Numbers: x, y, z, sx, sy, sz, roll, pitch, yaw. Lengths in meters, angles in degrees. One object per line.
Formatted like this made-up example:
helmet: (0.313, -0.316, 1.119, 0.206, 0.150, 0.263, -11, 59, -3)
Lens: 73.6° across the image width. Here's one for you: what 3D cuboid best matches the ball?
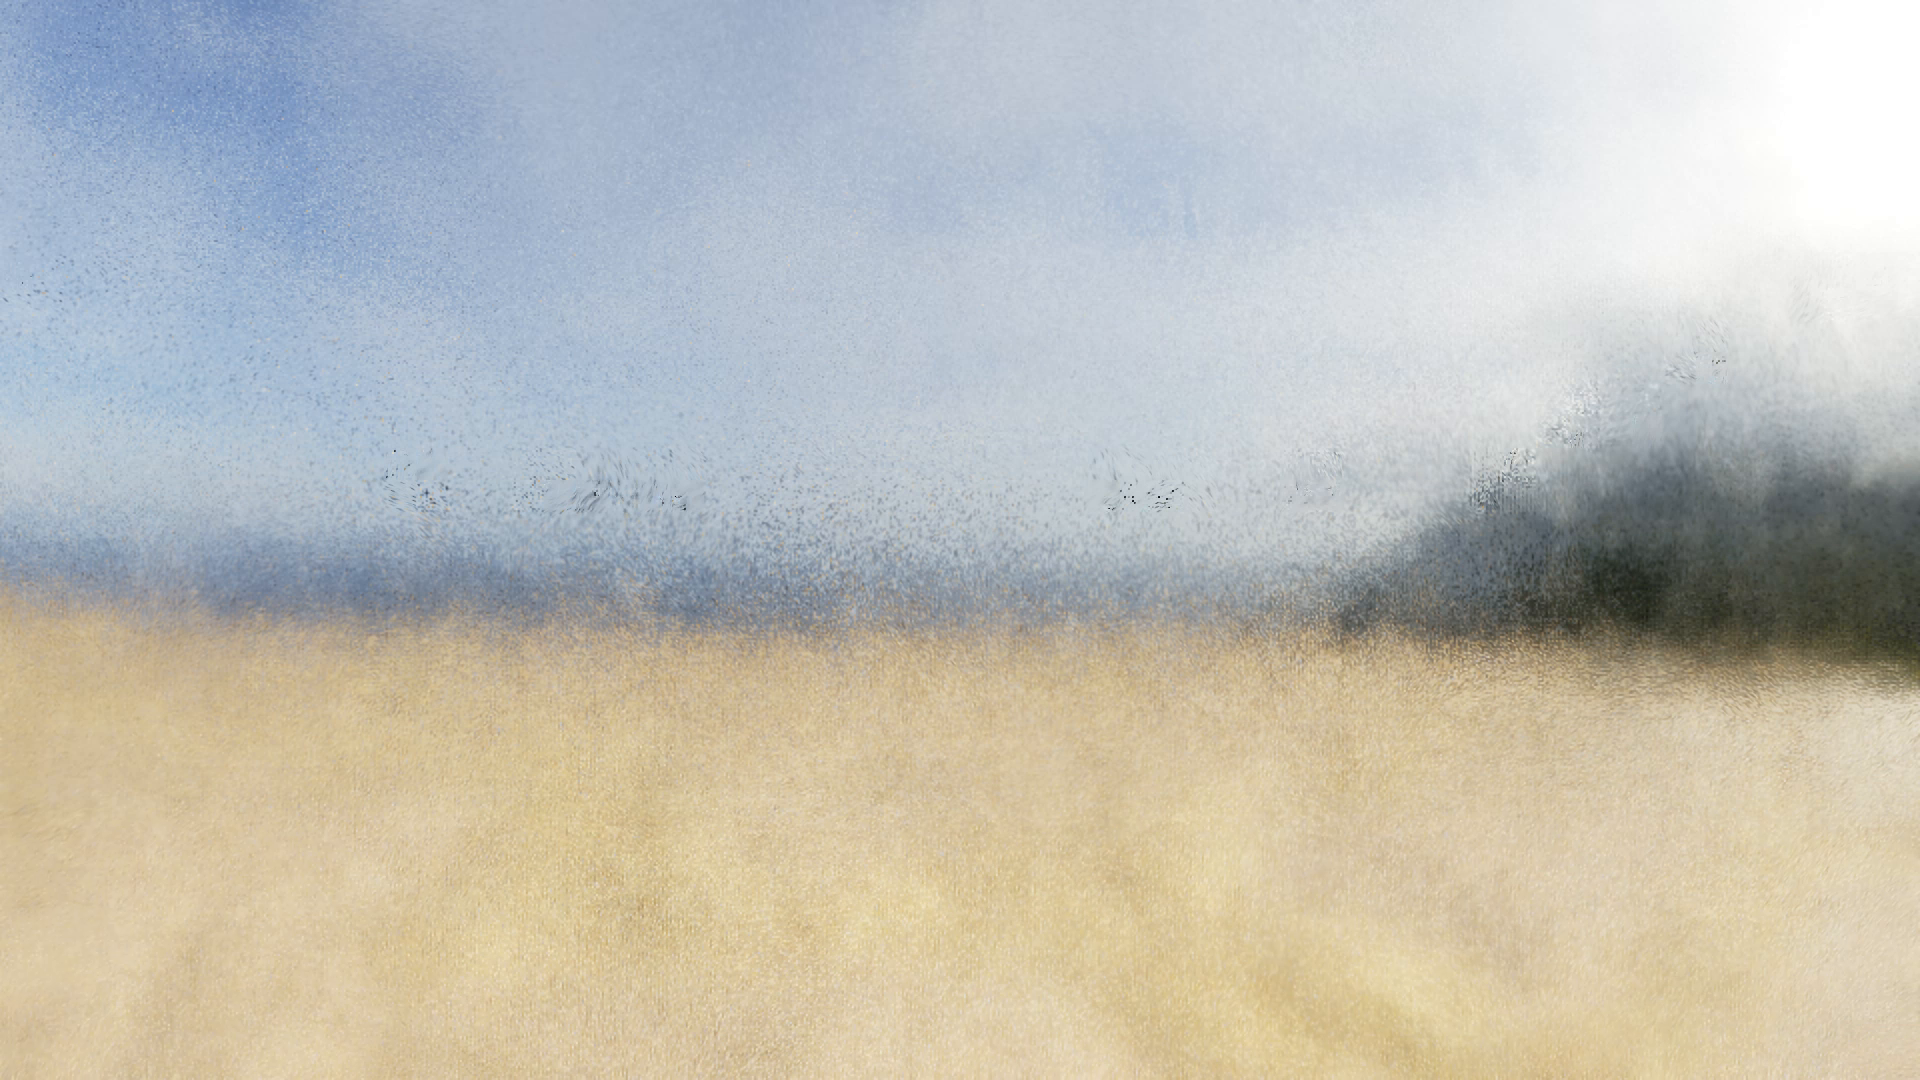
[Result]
ball: (0.000, -0.002, 0.056, 0.080, 0.080, 0.080, 0, 4, 0)
